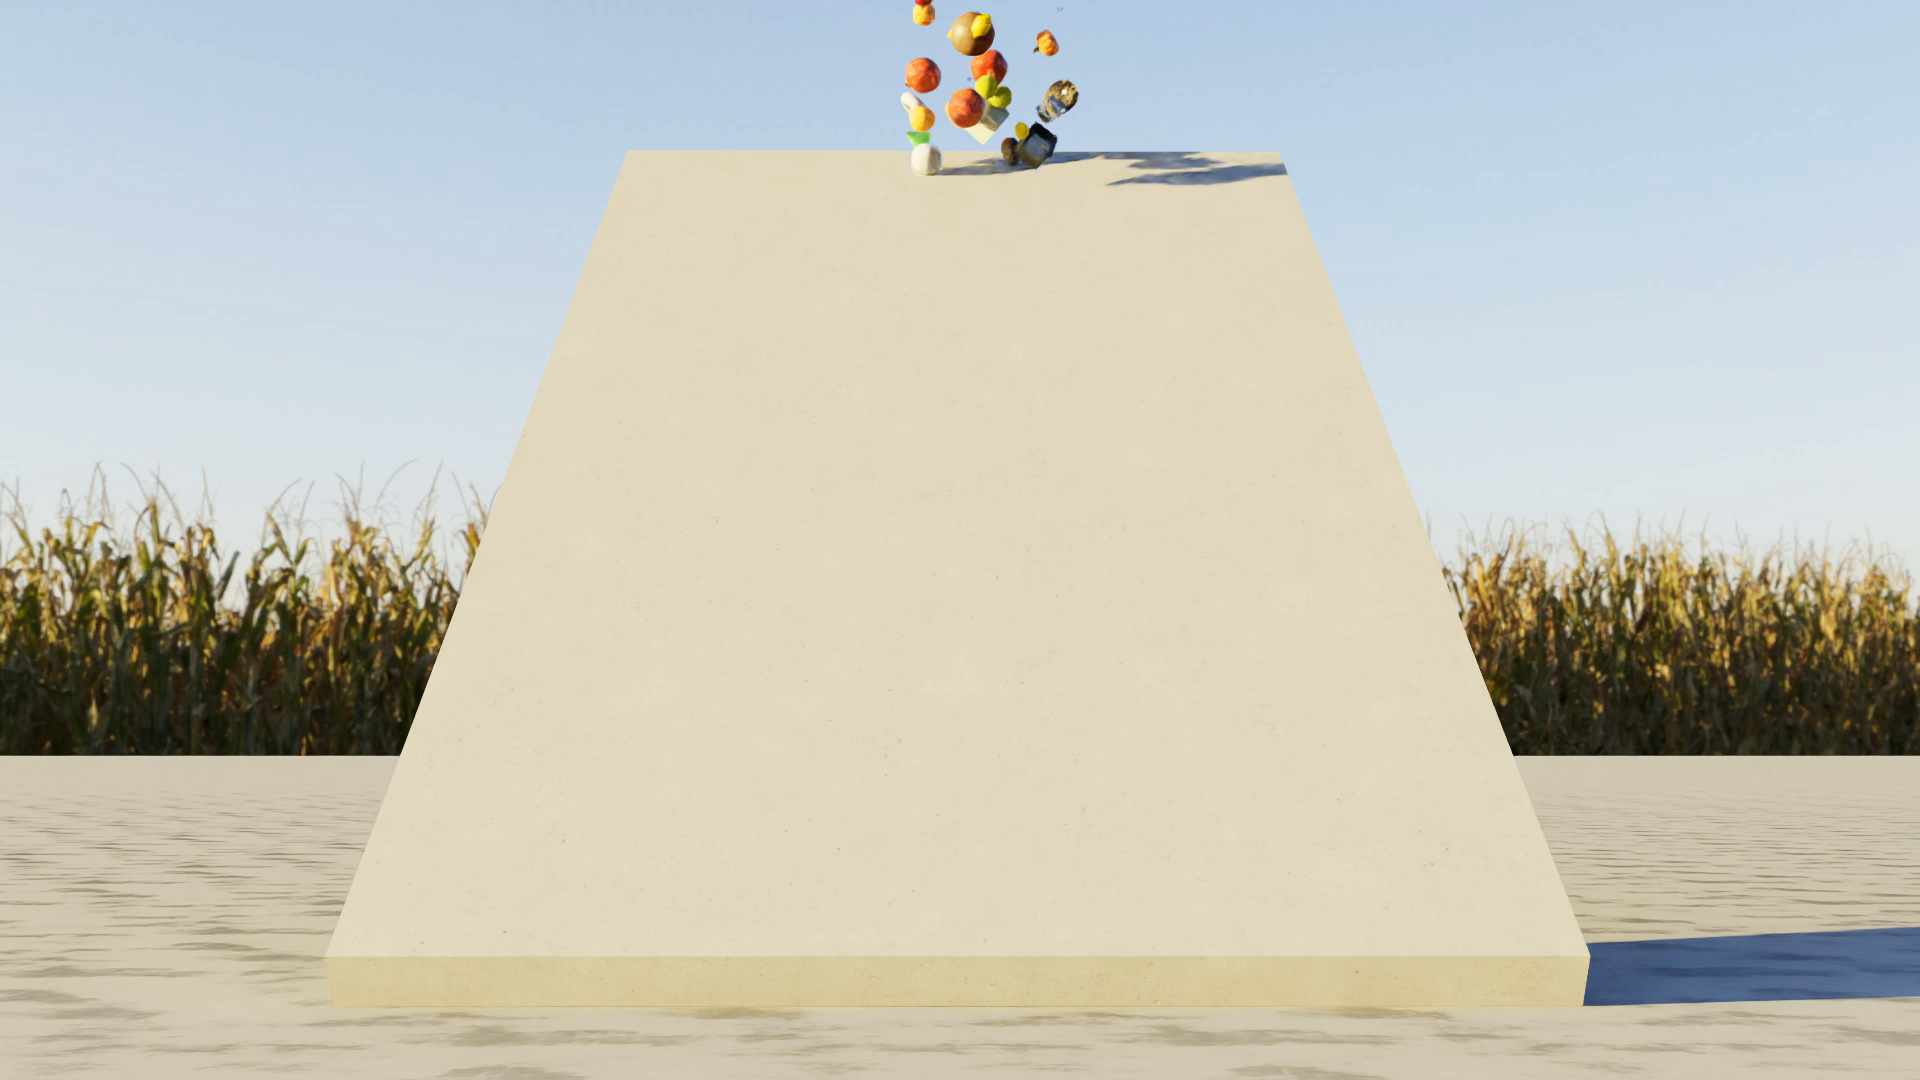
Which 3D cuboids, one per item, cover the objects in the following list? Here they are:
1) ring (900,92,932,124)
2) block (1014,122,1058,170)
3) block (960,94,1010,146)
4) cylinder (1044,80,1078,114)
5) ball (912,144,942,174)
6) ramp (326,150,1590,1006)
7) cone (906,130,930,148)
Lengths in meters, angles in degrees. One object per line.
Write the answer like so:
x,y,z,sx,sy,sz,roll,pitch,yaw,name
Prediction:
-0.128,-1.262,6.947,0.110,0.037,0.110,43,-5,5,ring
0.223,-1.151,6.948,0.080,0.080,0.080,35,-43,-18,block
0.077,-1.271,7.194,0.091,0.091,0.091,-43,10,41,block
0.292,-1.282,6.894,0.087,0.087,0.087,1,1,-8,cylinder
-0.099,-1.136,7.091,0.093,0.093,0.093,0,-5,0,ball
-0.011,-0.224,5.557,2.000,0.100,4.000,0,28,0,ramp
-0.137,-1.206,7.121,0.070,0.070,0.070,-5,-19,45,cone
